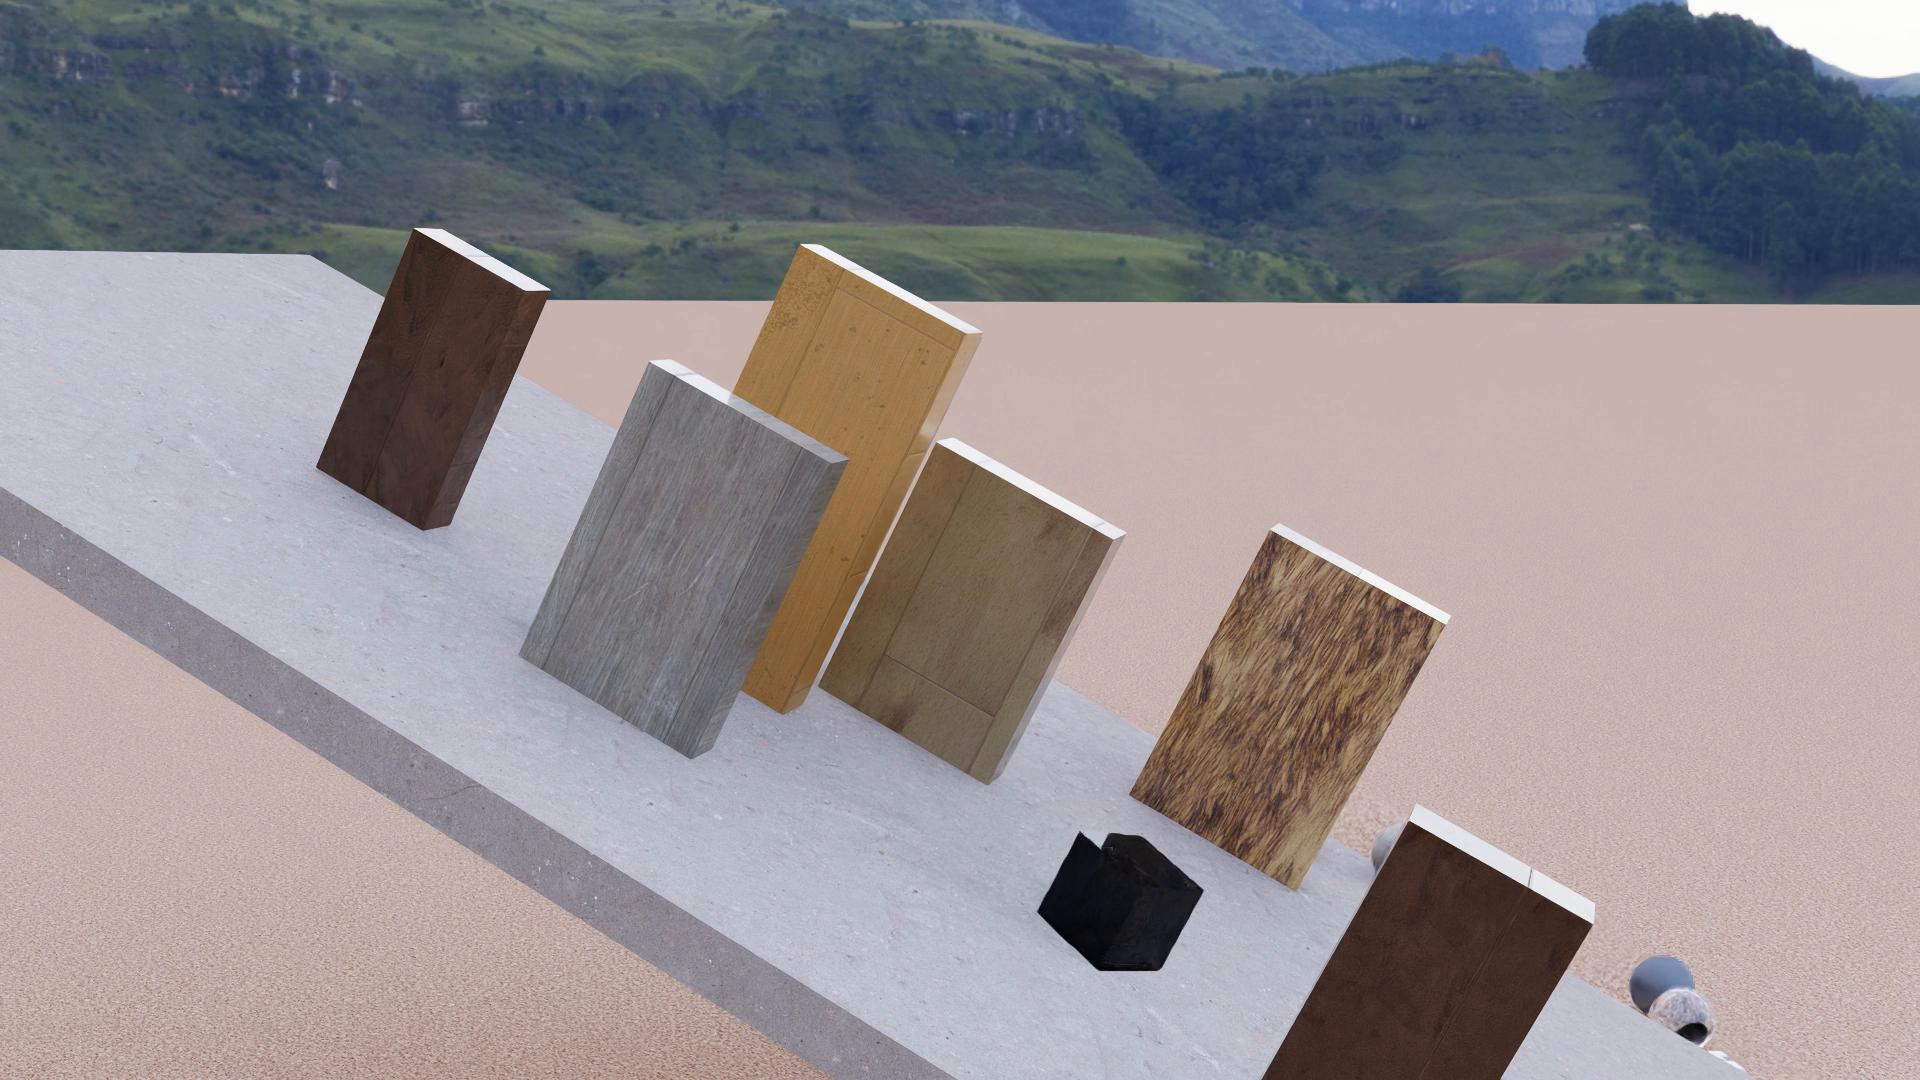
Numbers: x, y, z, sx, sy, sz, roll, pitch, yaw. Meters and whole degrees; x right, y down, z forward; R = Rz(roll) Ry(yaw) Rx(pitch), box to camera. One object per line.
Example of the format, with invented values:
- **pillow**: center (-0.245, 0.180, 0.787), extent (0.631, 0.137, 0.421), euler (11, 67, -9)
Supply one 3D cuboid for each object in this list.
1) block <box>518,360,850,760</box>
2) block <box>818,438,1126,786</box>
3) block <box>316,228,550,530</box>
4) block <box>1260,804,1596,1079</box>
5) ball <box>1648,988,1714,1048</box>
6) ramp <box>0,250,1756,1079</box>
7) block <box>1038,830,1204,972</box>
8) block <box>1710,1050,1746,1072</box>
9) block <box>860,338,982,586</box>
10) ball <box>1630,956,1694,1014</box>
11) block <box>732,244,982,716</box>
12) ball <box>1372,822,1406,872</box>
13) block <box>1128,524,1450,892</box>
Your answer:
- **block**: center (-0.468, 0.032, 3.689), extent (0.357, 0.564, 0.086), euler (29, 14, 12)
- **block**: center (0.020, 0.136, 4.237), extent (0.387, 0.542, 0.108), euler (29, 14, 12)
- **block**: center (-0.985, -0.300, 4.106), extent (0.251, 0.498, 0.099), euler (29, 14, 12)
- **block**: center (0.592, 0.704, 3.019), extent (0.269, 0.625, 0.099), euler (29, 14, 12)
- **ball**: center (1.717, 1.145, 5.236), extent (0.152, 0.152, 0.152), euler (0, 7, 0)
- **ramp**: center (-0.238, 0.399, 4.156), extent (4.000, 0.100, 2.000), euler (29, 14, 12)
- **block**: center (0.272, 0.614, 3.735), extent (0.166, 0.166, 0.166), euler (12, 20, -45)
- **block**: center (1.630, 1.206, 4.818), extent (0.130, 0.130, 0.130), euler (-1, 7, -5)
- **block**: center (-0.244, -0.246, 4.954), extent (0.327, 0.640, 0.128), euler (29, 14, 12)
- **ball**: center (1.747, 1.116, 5.479), extent (0.152, 0.152, 0.152), euler (0, 7, 0)
- **block**: center (-0.292, -0.109, 4.053), extent (0.350, 0.789, 0.102), euler (29, 14, 12)
- **ball**: center (0.969, 0.685, 4.768), extent (0.150, 0.150, 0.150), euler (0, 7, 0)
- **block**: center (0.668, 0.340, 4.481), extent (0.390, 0.629, 0.116), euler (29, 14, 12)
